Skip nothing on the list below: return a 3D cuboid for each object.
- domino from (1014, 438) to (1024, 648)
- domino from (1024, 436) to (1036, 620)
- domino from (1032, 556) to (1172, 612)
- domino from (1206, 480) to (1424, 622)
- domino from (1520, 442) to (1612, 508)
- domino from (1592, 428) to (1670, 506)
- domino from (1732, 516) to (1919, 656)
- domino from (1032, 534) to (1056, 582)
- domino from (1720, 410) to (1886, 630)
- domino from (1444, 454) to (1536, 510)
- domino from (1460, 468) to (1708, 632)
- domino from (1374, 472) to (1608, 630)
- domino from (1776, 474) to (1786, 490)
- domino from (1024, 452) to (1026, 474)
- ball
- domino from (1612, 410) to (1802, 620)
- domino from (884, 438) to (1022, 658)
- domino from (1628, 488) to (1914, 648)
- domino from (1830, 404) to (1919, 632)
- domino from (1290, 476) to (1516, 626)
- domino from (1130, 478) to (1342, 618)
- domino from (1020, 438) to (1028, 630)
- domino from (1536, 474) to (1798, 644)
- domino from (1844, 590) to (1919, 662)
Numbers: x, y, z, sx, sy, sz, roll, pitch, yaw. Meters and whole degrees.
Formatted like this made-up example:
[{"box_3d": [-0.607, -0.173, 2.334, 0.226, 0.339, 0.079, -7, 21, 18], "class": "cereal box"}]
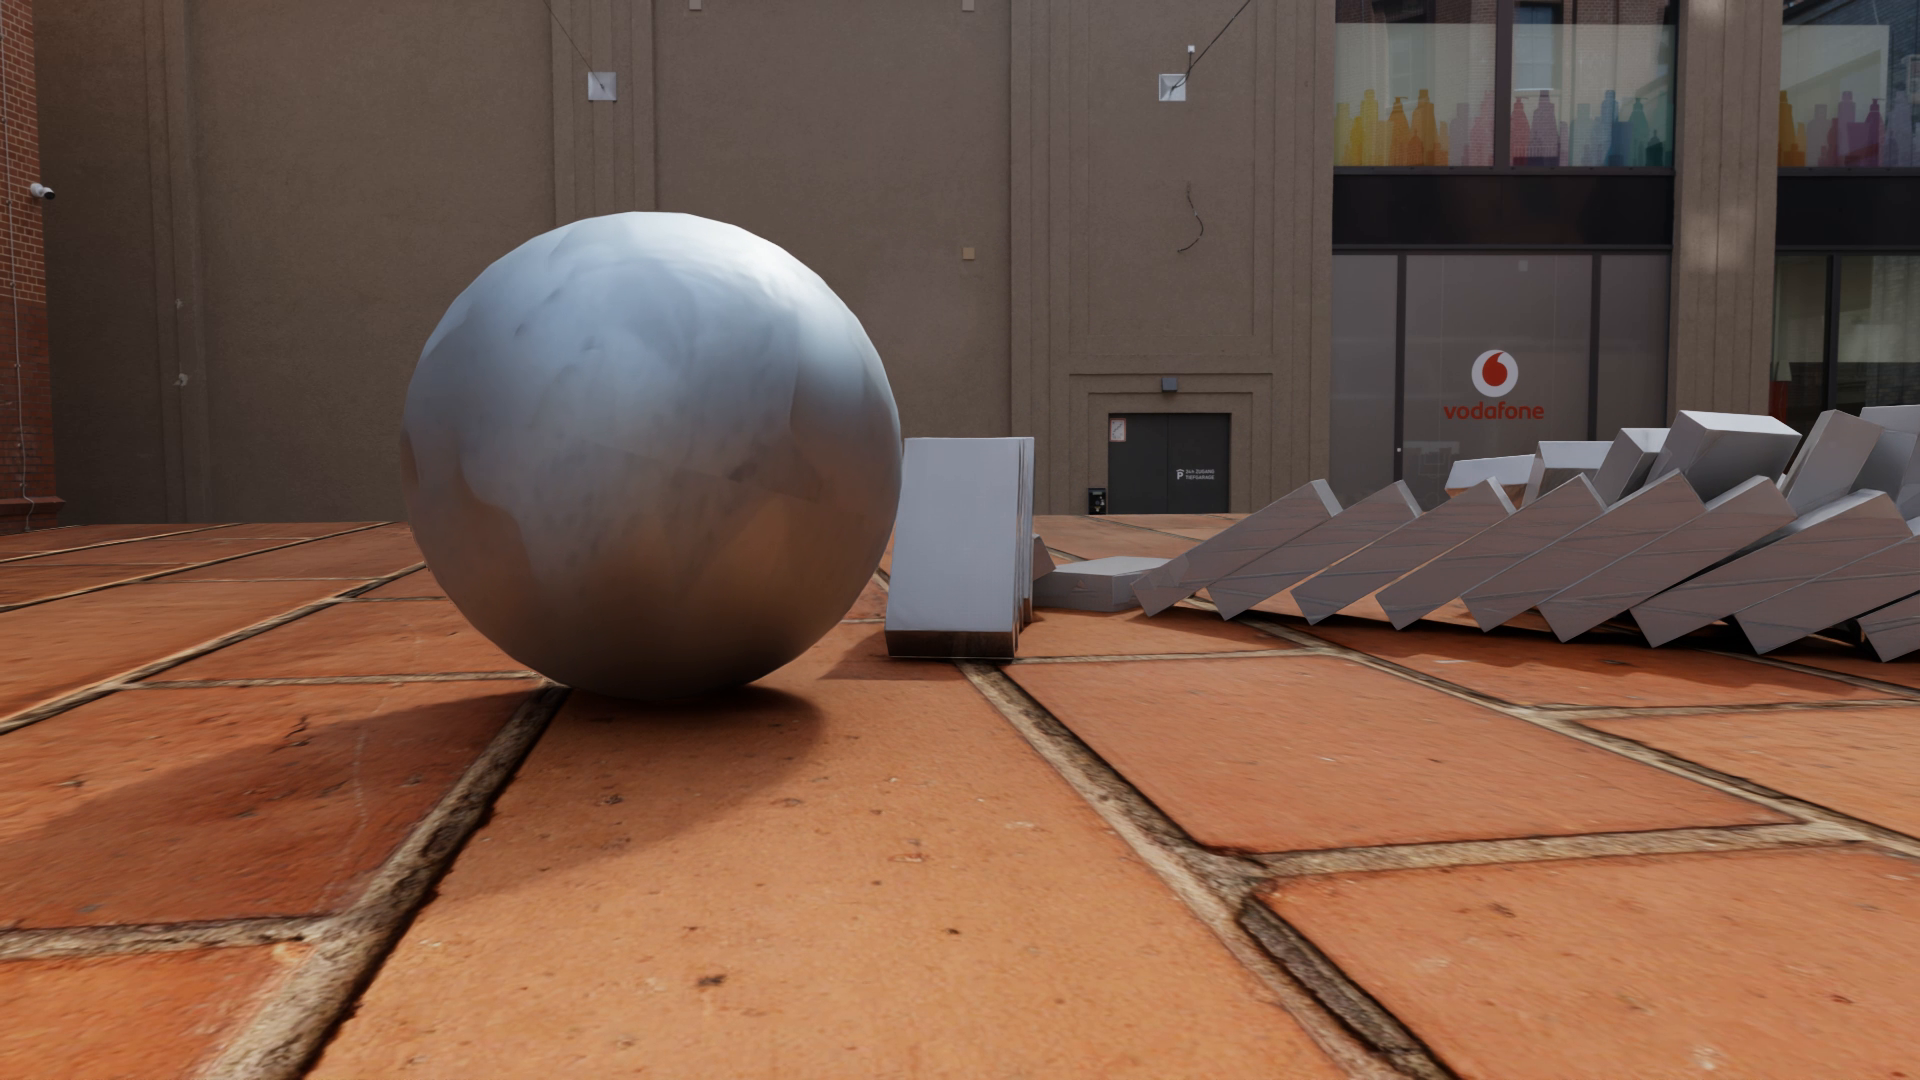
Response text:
[{"box_3d": [0.001, 0.000, 0.280, 0.025, 0.050, 0.009, 0, -37, 5], "class": "domino"}, {"box_3d": [0.006, -0.003, 0.318, 0.025, 0.050, 0.009, -1, -37, 6], "class": "domino"}, {"box_3d": [0.043, 0.012, 0.351, 0.025, 0.009, 0.050, 3, 5, 35], "class": "domino"}, {"box_3d": [0.086, 0.002, 0.311, 0.050, 0.010, 0.025, -32, -9, 22], "class": "domino"}, {"box_3d": [0.158, -0.004, 0.331, 0.025, 0.050, 0.009, 1, 47, 10], "class": "domino"}, {"box_3d": [0.163, -0.004, 0.312, 0.025, 0.050, 0.010, -1, 40, -12], "class": "domino"}, {"box_3d": [0.184, 0.007, 0.259, 0.050, 0.009, 0.025, -31, -10, 25], "class": "domino"}, {"box_3d": [0.007, 0.007, 0.344, 0.025, 0.009, 0.050, -27, 8, -5], "class": "domino"}, {"box_3d": [0.186, -0.004, 0.286, 0.009, 0.050, 0.025, 27, 16, 24], "class": "domino"}, {"box_3d": [0.158, -0.004, 0.352, 0.050, 0.009, 0.025, 41, -25, -29], "class": "domino"}, {"box_3d": [0.137, 0.002, 0.283, 0.050, 0.010, 0.025, -36, -12, 27], "class": "domino"}, {"box_3d": [0.121, 0.003, 0.293, 0.050, 0.009, 0.025, -36, -12, 25], "class": "domino"}, {"box_3d": [0.250, -0.002, 0.368, 0.025, 0.009, 0.050, -2, 36, -37], "class": "domino"}, {"box_3d": [0.001, -0.001, 0.292, 0.025, 0.050, 0.009, 1, -37, 5], "class": "domino"}, {"box_3d": [-0.049, -0.013, 0.213, 0.080, 0.080, 0.080, 0, 4, 0], "class": "ball"}, {"box_3d": [0.169, -0.005, 0.297, 0.025, 0.050, 0.010, 2, 31, -13], "class": "domino"}, {"box_3d": [-0.001, 0.001, 0.267, 0.025, 0.050, 0.009, 0, -37, 5], "class": "domino"}, {"box_3d": [0.167, 0.006, 0.268, 0.050, 0.009, 0.025, -31, -10, 25], "class": "domino"}, {"box_3d": [0.203, -0.004, 0.283, 0.009, 0.050, 0.025, 16, 6, 6], "class": "domino"}, {"box_3d": [0.104, 0.003, 0.302, 0.050, 0.009, 0.025, -34, -11, 25], "class": "domino"}, {"box_3d": [0.069, 0.002, 0.317, 0.050, 0.010, 0.025, -32, -8, 22], "class": "domino"}, {"box_3d": [0.003, -0.002, 0.305, 0.025, 0.050, 0.010, 0, -37, 5], "class": "domino"}, {"box_3d": [0.150, 0.004, 0.275, 0.050, 0.009, 0.025, -36, -12, 25], "class": "domino"}, {"box_3d": [0.202, 0.007, 0.251, 0.050, 0.009, 0.025, -31, -8, 24], "class": "domino"}]
